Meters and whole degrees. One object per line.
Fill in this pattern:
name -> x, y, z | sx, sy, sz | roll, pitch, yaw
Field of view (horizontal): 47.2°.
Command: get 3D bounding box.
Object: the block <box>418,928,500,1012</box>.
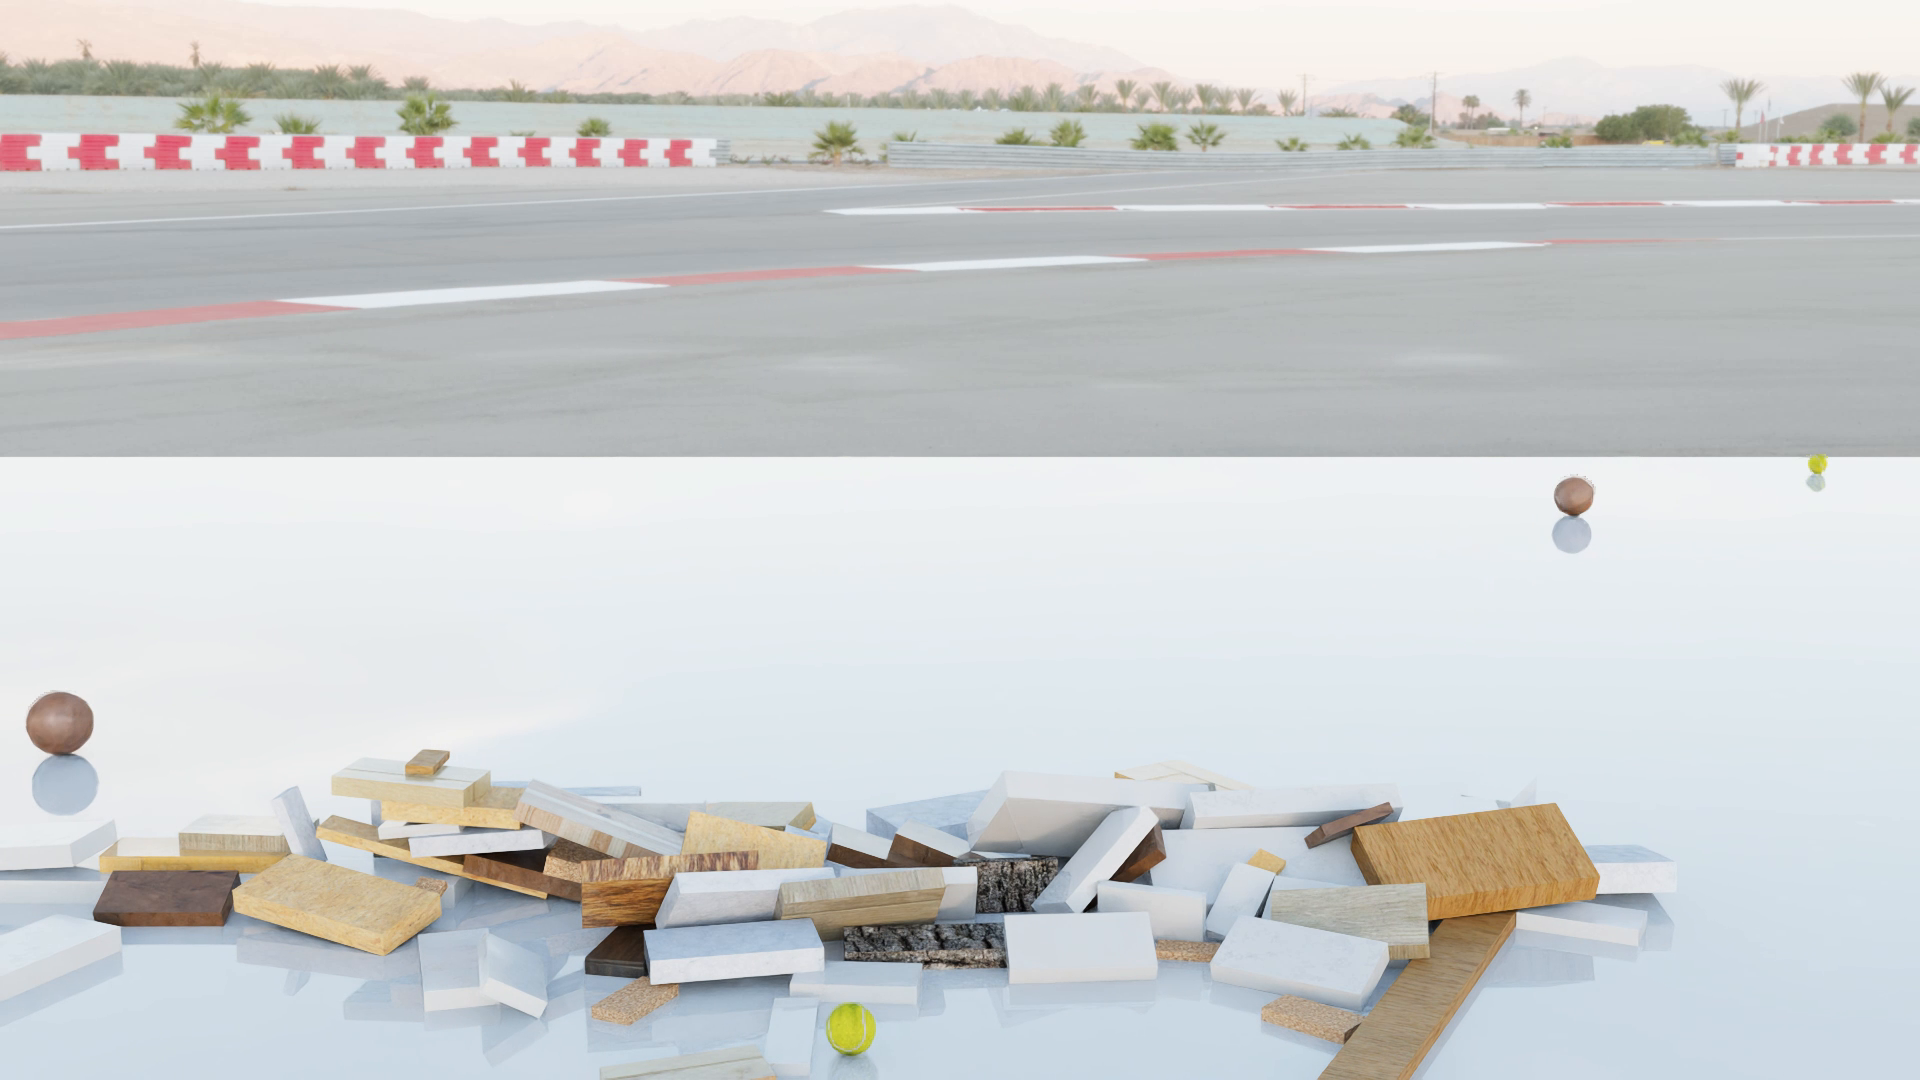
block -> -0.754, 0.643, 3.301 | 0.107, 0.030, 0.240 | -3, 11, -15

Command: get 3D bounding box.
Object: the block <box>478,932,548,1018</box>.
block -> -0.658, 0.637, 3.227 | 0.093, 0.026, 0.186 | 28, 3, -17

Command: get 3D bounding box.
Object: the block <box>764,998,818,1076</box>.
block -> -0.235, 0.692, 3.071 | 0.064, 0.018, 0.227 | 0, 11, -1

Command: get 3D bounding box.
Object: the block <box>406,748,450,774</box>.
block -> -0.891, 0.371, 3.682 | 0.047, 0.013, 0.094 | 3, 11, 3

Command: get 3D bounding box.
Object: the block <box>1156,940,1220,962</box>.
block -> 0.352, 0.634, 3.393 | 0.097, 0.014, 0.049 | 2, 11, 10

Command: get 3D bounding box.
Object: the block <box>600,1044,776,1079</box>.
block -> -0.360, 0.716, 2.906 | 0.213, 0.030, 0.107 | -4, 11, -20

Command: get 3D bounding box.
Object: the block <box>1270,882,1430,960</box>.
block -> 0.595, 0.587, 3.362 | 0.236, 0.033, 0.118 | -5, 40, 13

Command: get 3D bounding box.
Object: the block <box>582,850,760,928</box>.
block -> -0.451, 0.544, 3.420 | 0.271, 0.135, 0.038 | -2, 50, -11

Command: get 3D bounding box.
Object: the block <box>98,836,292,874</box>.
block -> -1.274, 0.530, 3.702 | 0.310, 0.029, 0.102 | 0, 11, 0

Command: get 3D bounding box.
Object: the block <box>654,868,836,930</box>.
block -> -0.331, 0.562, 3.409 | 0.256, 0.128, 0.036 | 2, 48, -26

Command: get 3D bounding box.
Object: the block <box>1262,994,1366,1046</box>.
block -> 0.504, 0.681, 3.126 | 0.136, 0.019, 0.068 | 9, 14, 40

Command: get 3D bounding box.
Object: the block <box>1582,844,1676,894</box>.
block -> 0.935, 0.551, 3.670 | 0.464, 0.050, 0.175 | -1, 1, -3

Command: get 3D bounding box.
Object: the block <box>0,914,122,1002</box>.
block -> -1.421, 0.635, 3.322 | 0.135, 0.038, 0.270 | 5, 12, 25

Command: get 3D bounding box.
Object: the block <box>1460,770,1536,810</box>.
block -> 1.027, 0.480, 4.188 | 0.094, 0.027, 0.188 | 6, 12, 28

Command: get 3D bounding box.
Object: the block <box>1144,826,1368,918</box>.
block -> 0.480, 0.547, 3.581 | 0.350, 0.050, 0.175 | -1, 35, -4

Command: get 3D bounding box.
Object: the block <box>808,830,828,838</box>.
block -> -0.288, 0.523, 3.820 | 0.064, 0.018, 0.128 | -25, 21, -39

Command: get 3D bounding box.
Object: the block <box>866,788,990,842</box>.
block -> 0.002, 0.508, 3.993 | 0.309, 0.044, 0.154 | -6, 12, -29

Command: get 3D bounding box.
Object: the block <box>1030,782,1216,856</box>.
block -> 0.282, 0.488, 3.833 | 0.309, 0.154, 0.044 | -2, 55, -10

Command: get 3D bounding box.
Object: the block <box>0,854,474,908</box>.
block -> -1.337, 0.568, 3.681 | 1.025, 0.038, 0.135 | 0, 11, 2

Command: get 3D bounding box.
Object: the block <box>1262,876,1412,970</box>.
block -> 0.591, 0.592, 3.410 | 0.236, 0.033, 0.118 | 5, 43, 24

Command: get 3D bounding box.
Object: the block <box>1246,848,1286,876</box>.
block -> 0.480, 0.538, 3.538 | 0.049, 0.014, 0.097 | 24, 40, 28

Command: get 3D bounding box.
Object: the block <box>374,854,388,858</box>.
block -> -0.964, 0.543, 3.795 | 0.094, 0.047, 0.013 | 1, 11, 8

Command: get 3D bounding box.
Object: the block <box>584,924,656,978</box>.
block -> -0.494, 0.623, 3.418 | 0.094, 0.027, 0.233 | 2, 11, 12

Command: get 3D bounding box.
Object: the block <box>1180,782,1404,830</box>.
block -> 0.552, 0.493, 3.718 | 0.357, 0.179, 0.051 | -2, 47, -9

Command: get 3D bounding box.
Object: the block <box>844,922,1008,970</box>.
block -> 0.037, 0.625, 3.392 | 0.431, 0.031, 0.111 | -1, 11, -4

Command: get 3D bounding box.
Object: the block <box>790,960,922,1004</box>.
block -> -0.152, 0.654, 3.253 | 0.186, 0.026, 0.093 | 1, 11, 4

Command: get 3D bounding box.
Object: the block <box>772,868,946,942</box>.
block -> -0.159, 0.573, 3.429 | 0.256, 0.128, 0.036 | -3, 50, -17

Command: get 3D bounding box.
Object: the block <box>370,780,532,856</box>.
block -> -0.880, 0.492, 3.822 | 0.275, 0.137, 0.039 | 0, 11, -2

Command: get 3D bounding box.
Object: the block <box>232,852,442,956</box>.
block -> -0.993, 0.579, 3.506 | 0.305, 0.039, 0.137 | 10, 23, 25

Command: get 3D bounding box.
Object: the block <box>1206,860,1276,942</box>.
block -> 0.441, 0.574, 3.469 | 0.068, 0.019, 0.136 | 15, 52, 26

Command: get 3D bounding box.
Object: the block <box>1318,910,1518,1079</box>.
block -> 0.634, 0.679, 3.114 | 0.094, 0.027, 0.971 | 5, 12, 26

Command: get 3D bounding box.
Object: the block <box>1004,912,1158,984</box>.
block -> 0.181, 0.616, 3.322 | 0.221, 0.031, 0.111 | -1, 36, -4

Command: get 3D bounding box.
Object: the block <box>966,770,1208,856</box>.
block -> 0.218, 0.469, 3.708 | 0.374, 0.179, 0.051 | 6, 51, -21

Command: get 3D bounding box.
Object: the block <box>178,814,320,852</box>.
block -> -1.203, 0.497, 3.725 | 0.204, 0.029, 0.102 | 1, 11, 6
